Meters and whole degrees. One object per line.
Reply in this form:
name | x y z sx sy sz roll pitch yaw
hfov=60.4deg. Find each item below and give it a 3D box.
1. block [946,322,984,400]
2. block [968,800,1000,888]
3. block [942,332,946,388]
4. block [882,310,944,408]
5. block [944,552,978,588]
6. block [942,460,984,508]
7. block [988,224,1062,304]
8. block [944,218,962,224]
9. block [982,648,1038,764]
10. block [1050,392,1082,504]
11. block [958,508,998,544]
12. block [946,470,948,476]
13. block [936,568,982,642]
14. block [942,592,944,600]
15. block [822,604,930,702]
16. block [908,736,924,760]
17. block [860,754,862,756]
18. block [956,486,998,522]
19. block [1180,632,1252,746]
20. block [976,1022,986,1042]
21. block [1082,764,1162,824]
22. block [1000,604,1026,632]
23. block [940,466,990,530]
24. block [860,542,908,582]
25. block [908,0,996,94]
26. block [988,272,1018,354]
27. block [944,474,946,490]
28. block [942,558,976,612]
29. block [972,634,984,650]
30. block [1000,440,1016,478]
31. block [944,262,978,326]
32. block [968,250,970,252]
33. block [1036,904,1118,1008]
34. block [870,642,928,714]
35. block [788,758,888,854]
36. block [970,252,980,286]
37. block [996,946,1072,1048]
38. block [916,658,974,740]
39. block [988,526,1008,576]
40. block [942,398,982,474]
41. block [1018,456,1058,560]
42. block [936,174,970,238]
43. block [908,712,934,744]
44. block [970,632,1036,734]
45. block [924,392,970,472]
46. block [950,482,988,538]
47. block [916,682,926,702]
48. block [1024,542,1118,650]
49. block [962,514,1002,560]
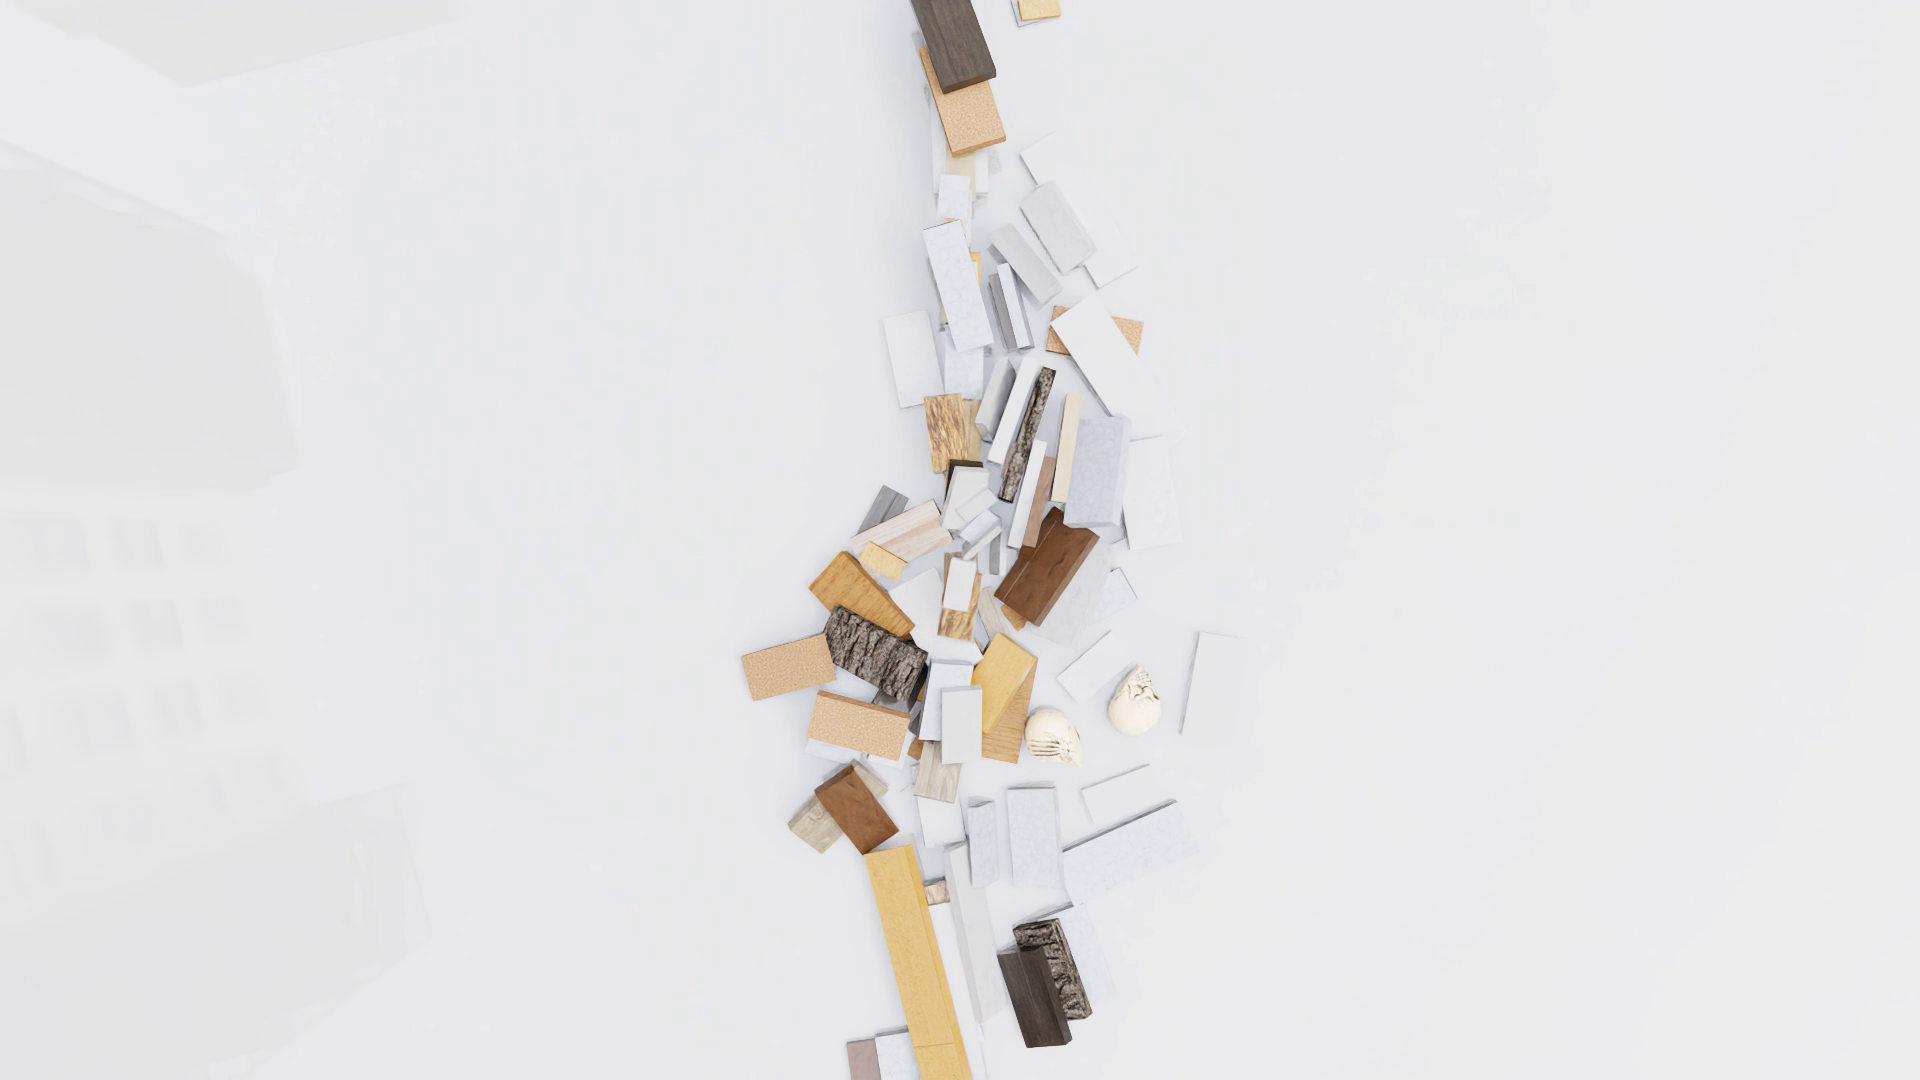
block | 0.013 -0.523 5.396 0.122 0.035 0.371 0 106 -1
block | 0.079 1.000 5.434 0.037 0.130 0.260 -4 90 27
block | 0.003 -0.575 5.434 0.115 0.033 0.229 -4 98 1
block | -0.152 -0.600 5.479 0.151 0.043 0.301 -12 90 0
block | 0.004 0.100 5.393 0.111 0.221 0.031 -1 114 0
block | 0.007 -0.160 5.421 0.110 0.031 0.220 5 124 -6
block | 0.218 -0.913 5.430 0.039 0.139 0.277 -38 90 30
block | -0.023 -0.967 5.259 0.057 0.016 0.113 3 106 2
block | 0.137 0.549 5.475 0.178 0.050 0.356 11 90 0
block | 0.347 -0.300 5.411 0.050 0.177 0.355 9 90 1
block | 0.059 -0.049 5.393 0.125 0.018 0.063 -43 128 13
block | -0.020 -0.181 5.441 0.054 0.015 0.109 -2 118 -1
block | -0.001 0.206 5.273 0.111 0.031 0.221 10 105 1
block | 0.006 0.154 5.391 0.111 0.221 0.031 14 111 0
block | -0.289 0.365 5.353 0.344 0.049 0.172 27 100 15
block | -0.134 0.681 5.493 0.049 0.014 0.098 32 90 0
block | -0.351 0.609 5.486 0.097 0.028 0.194 13 90 0
block | 0.055 -0.116 5.343 0.125 0.018 0.063 -36 129 7
block | 0.850 0.491 5.475 0.175 0.049 0.349 10 90 0
block | -0.017 1.551 5.446 0.126 0.036 0.252 -18 90 0
block | 0.538 0.845 5.483 0.242 0.034 0.121 -20 90 0
block | 0.180 0.253 5.493 0.050 0.014 0.099 -38 90 0
block | 0.013 -0.135 5.345 0.110 0.031 0.220 2 123 -22
block | -0.253 0.070 5.423 0.143 0.020 0.072 30 100 -1
block | -0.027 -1.616 5.255 0.180 0.051 0.359 -19 80 -2
block | 0.143 -0.747 5.437 0.035 0.125 0.250 -15 90 3
block | -0.027 -0.178 5.463 0.046 0.013 0.092 -2 113 0
block | -0.001 0.141 5.228 0.081 0.023 0.163 11 105 1
block | 0.028 0.332 5.493 0.050 0.014 0.099 -40 90 0
block | 0.161 -0.265 5.469 0.018 0.063 0.125 19 90 1
block | 0.004 -0.787 5.364 0.115 0.033 0.230 -3 101 0
block | -0.004 -0.892 5.428 0.084 0.024 0.167 -2 97 0
block | 0.389 1.385 5.477 0.166 0.047 0.331 -20 90 0
block | -0.179 0.468 5.436 0.121 0.034 0.242 34 72 -10
block | -0.402 0.878 5.433 0.311 0.044 0.156 -44 118 4
block | 0.009 -0.773 5.422 0.115 0.033 0.344 0 110 -1
block | 0.245 1.505 5.432 0.162 0.046 0.325 -18 90 37
block | -0.049 0.520 5.351 0.137 0.039 0.274 5 110 -14
block | 0.126 0.034 5.438 0.023 0.081 0.163 2 90 -24
block | 0.009 -0.340 5.413 0.122 0.035 0.245 3 106 -1
block | 0.253 -0.103 5.381 0.044 0.155 0.311 14 73 1
block | -0.022 -1.072 5.289 0.096 0.027 0.193 5 84 1
block | -0.085 0.575 5.450 0.090 0.026 0.181 29 72 6
block | 0.113 0.468 5.401 0.148 0.042 0.297 35 101 21
block | -0.043 -0.351 5.374 0.122 0.035 0.245 -7 106 2
block | 0.026 -0.105 5.422 0.110 0.031 0.220 3 124 -5
block | -0.064 0.463 5.429 0.090 0.026 0.181 25 75 2
block | 0.366 0.163 5.428 0.180 0.051 0.359 22 87 26
block | 0.073 -0.008 5.420 0.023 0.081 0.165 40 112 -21
